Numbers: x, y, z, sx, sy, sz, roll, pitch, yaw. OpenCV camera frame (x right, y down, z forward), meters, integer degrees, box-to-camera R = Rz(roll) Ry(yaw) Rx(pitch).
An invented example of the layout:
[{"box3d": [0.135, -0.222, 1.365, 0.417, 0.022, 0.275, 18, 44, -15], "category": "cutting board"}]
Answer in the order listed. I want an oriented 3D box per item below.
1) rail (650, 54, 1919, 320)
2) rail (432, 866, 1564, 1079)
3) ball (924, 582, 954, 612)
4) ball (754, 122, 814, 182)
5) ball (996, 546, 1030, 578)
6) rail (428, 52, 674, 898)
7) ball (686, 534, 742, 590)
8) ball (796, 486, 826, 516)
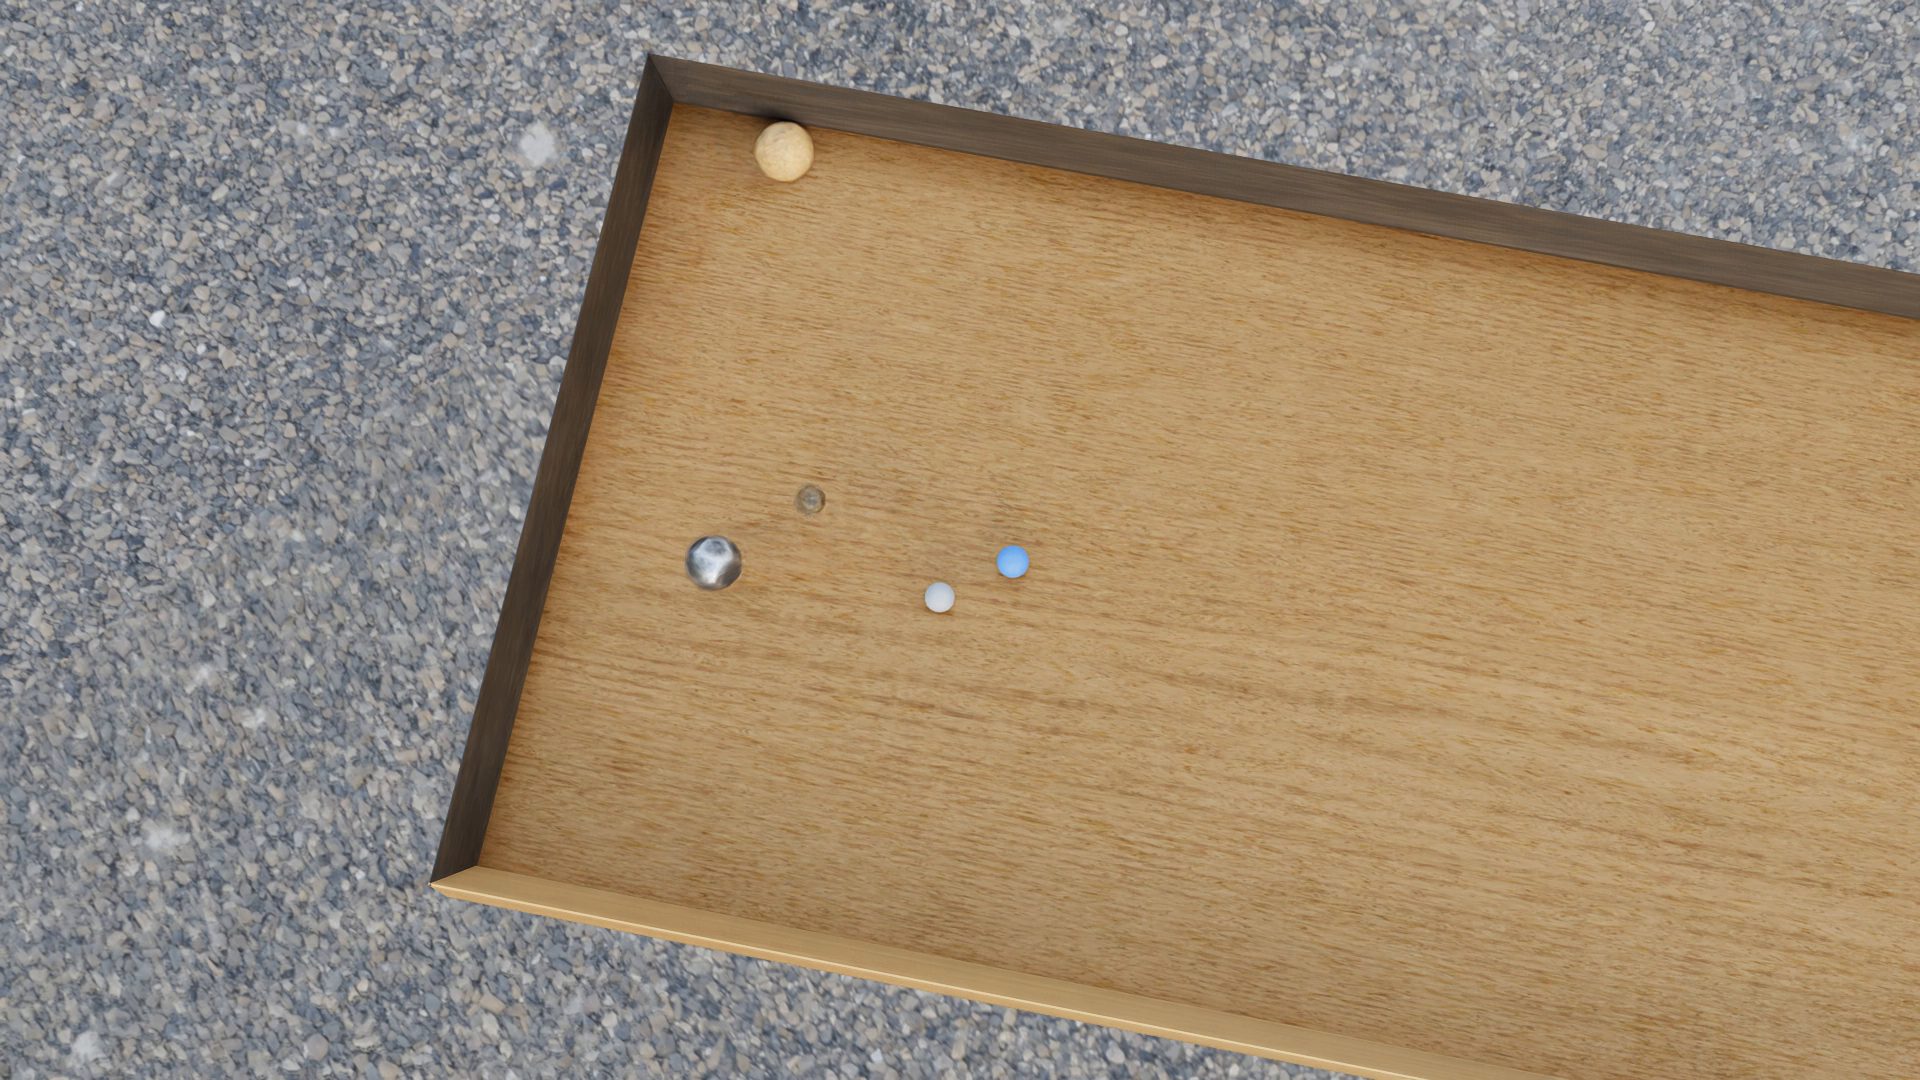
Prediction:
[{"box3d": [0.754, -0.508, 3.506, 2.566, 0.125, 0.045, 10, 73, 3], "category": "rail"}, {"box3d": [0.505, 0.721, 3.131, 2.566, 0.125, 0.045, 10, 73, 3], "category": "rail"}, {"box3d": [-0.031, 0.088, 3.366, 0.046, 0.046, 0.046, 0, 73, 0], "category": "ball"}, {"box3d": [-0.285, -0.629, 3.559, 0.096, 0.096, 0.096, 0, 73, 0], "category": "ball"}, {"box3d": [0.081, 0.033, 3.381, 0.050, 0.050, 0.050, 0, 73, 0], "category": "ball"}, {"box3d": [-0.607, -0.122, 3.388, 0.045, 0.125, 1.357, 10, 73, 3], "category": "rail"}, {"box3d": [-0.376, 0.035, 3.362, 0.086, 0.086, 0.086, 0, 73, 0], "category": "ball"}, {"box3d": [-0.231, -0.062, 3.412, 0.047, 0.047, 0.047, 0, 73, 0], "category": "ball"}]
